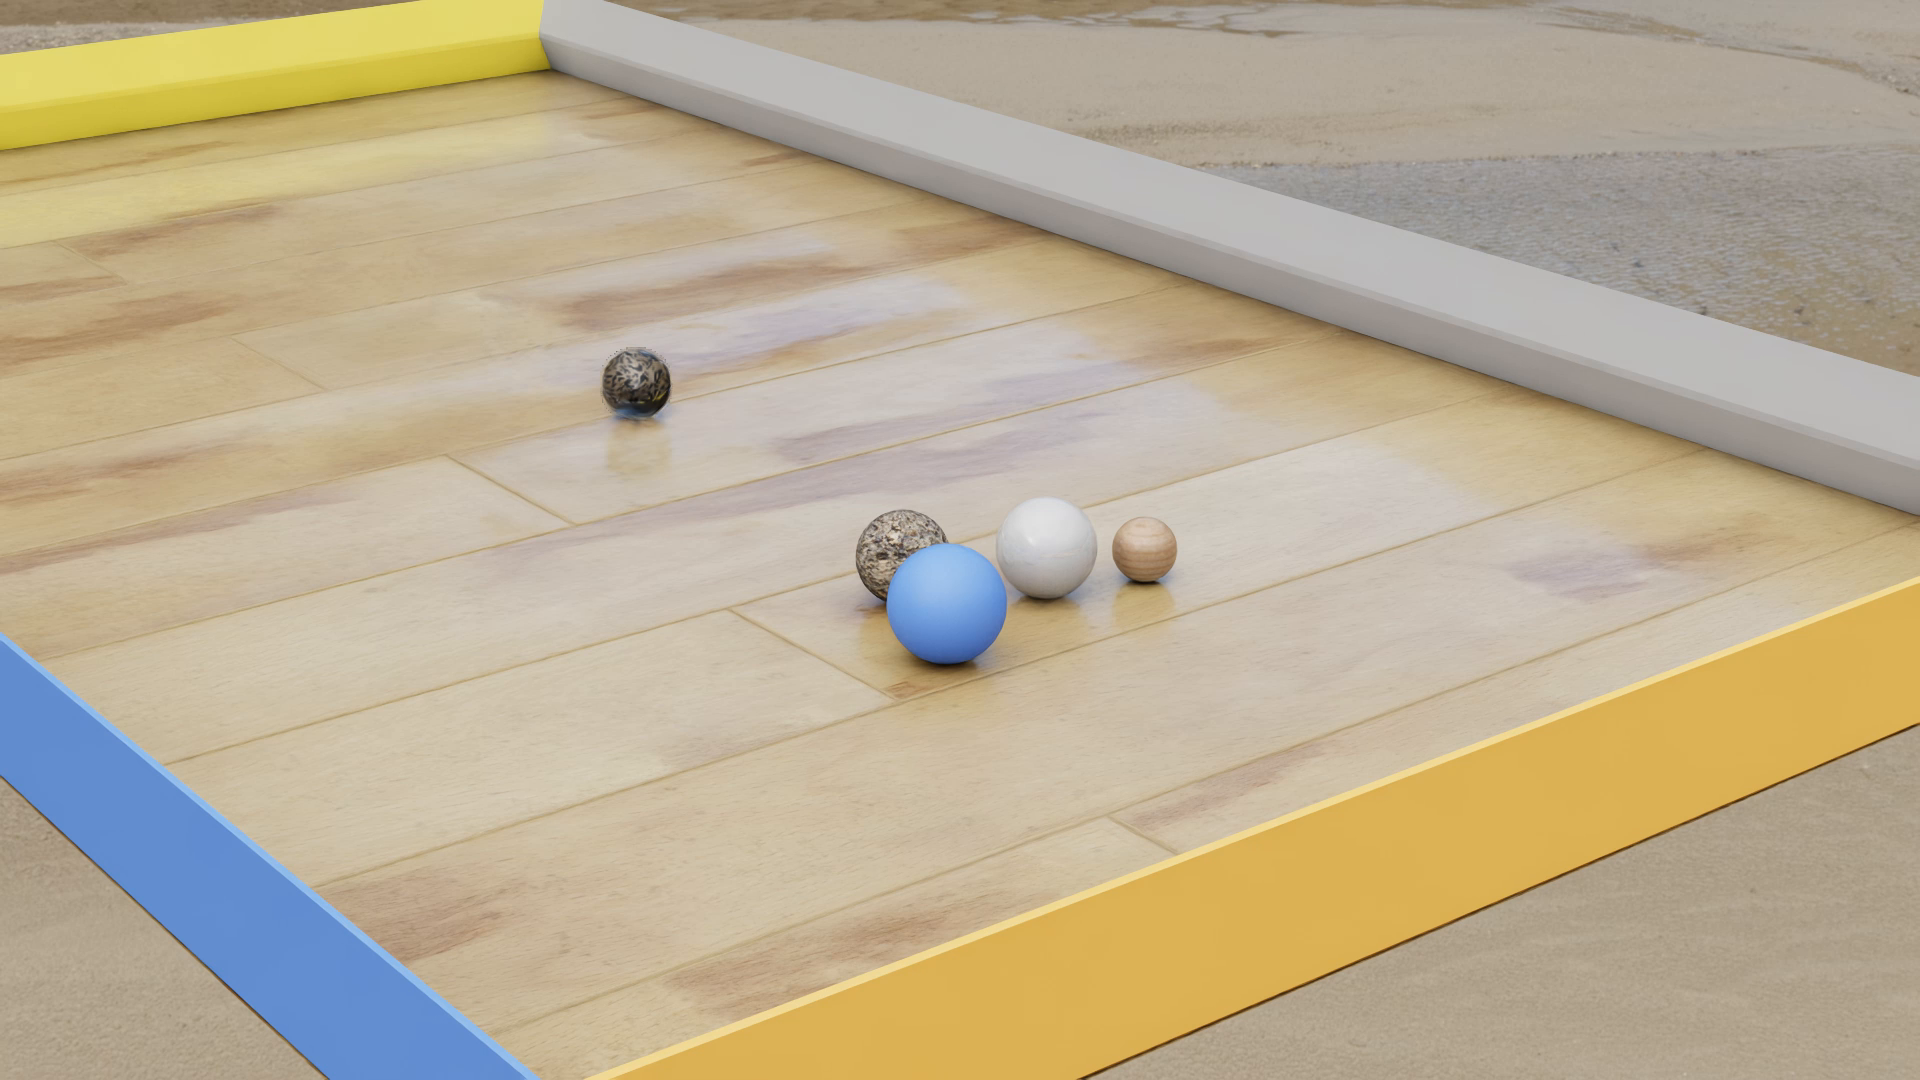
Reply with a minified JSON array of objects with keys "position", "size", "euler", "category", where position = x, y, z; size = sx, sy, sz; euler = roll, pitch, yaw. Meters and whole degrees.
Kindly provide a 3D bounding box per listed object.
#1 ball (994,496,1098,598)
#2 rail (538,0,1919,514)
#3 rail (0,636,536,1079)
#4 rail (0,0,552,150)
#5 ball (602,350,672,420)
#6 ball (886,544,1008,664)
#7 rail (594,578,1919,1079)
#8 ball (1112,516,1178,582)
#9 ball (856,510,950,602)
[{"position":[0.074,0.006,2.532],"size":[0.089,0.089,0.089],"euler":[0,21,0],"category":"ball"},{"position":[0.196,-0.394,3.509],"size":[0.045,0.128,2.773],"euler":[-16,26,-35],"category":"rail"},{"position":[-1.045,-0.047,2.612],"size":[0.045,0.128,2.773],"euler":[-16,26,-35],"category":"rail"},{"position":[-1.259,-0.609,4.065],"size":[1.618,0.128,0.045],"euler":[-16,26,-35],"category":"rail"},{"position":[-0.328,-0.158,2.981],"size":[0.071,0.071,0.071],"euler":[0,21,0],"category":"ball"},{"position":[-0.011,0.052,2.400],"size":[0.099,0.099,0.099],"euler":[0,21,0],"category":"ball"},{"position":[0.410,0.168,2.055],"size":[1.618,0.128,0.045],"euler":[-16,26,-35],"category":"rail"},{"position":[0.161,0.008,2.570],"size":[0.058,0.058,0.058],"euler":[0,21,0],"category":"ball"},{"position":[-0.049,0.015,2.519],"size":[0.082,0.082,0.082],"euler":[0,21,0],"category":"ball"}]
